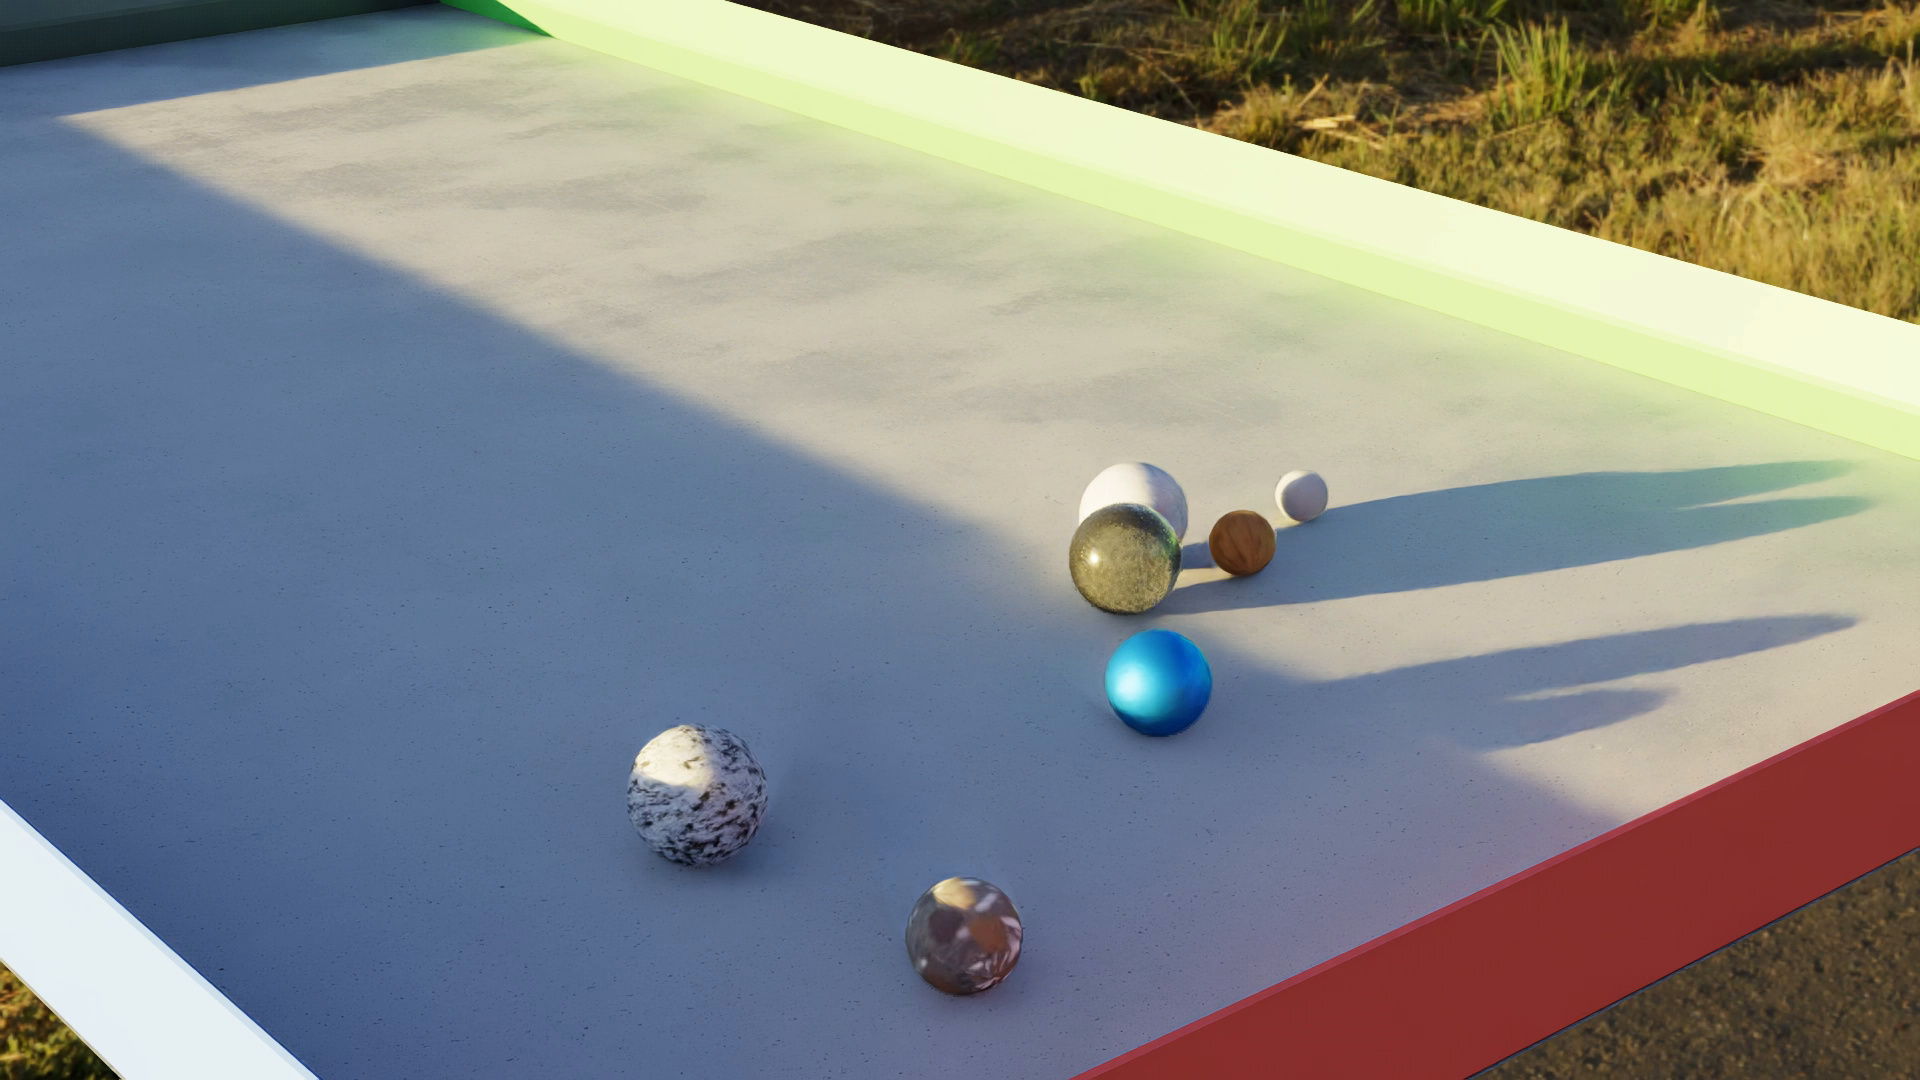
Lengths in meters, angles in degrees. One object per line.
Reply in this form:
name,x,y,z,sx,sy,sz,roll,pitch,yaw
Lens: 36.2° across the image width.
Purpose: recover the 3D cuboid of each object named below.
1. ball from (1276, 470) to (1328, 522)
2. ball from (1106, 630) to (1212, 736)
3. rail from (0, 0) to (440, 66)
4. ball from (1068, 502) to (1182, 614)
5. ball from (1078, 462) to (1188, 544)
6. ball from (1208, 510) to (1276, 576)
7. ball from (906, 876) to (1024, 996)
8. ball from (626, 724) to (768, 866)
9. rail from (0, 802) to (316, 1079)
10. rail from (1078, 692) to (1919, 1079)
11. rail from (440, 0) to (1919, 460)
ball,0.304,-0.040,2.618,0.046,0.046,0.046,0,22,0
ball,0.149,0.107,2.210,0.080,0.080,0.080,0,22,0
rail,-1.505,-0.710,4.174,1.770,0.127,0.045,-17,27,-36
ball,0.136,0.015,2.420,0.093,0.093,0.093,0,22,0
ball,0.148,-0.021,2.508,0.093,0.093,0.093,0,22,0
ball,0.240,0.003,2.499,0.057,0.057,0.057,0,22,0
ball,0.003,0.250,1.860,0.074,0.074,0.074,0,22,0
ball,-0.180,0.175,2.016,0.097,0.097,0.097,0,22,0
rail,-1.173,-0.052,2.538,0.045,0.127,3.195,-17,27,-36
rail,0.492,0.198,1.917,1.770,0.127,0.045,-17,27,-36
rail,0.159,-0.460,3.552,0.045,0.127,3.195,-17,27,-36
